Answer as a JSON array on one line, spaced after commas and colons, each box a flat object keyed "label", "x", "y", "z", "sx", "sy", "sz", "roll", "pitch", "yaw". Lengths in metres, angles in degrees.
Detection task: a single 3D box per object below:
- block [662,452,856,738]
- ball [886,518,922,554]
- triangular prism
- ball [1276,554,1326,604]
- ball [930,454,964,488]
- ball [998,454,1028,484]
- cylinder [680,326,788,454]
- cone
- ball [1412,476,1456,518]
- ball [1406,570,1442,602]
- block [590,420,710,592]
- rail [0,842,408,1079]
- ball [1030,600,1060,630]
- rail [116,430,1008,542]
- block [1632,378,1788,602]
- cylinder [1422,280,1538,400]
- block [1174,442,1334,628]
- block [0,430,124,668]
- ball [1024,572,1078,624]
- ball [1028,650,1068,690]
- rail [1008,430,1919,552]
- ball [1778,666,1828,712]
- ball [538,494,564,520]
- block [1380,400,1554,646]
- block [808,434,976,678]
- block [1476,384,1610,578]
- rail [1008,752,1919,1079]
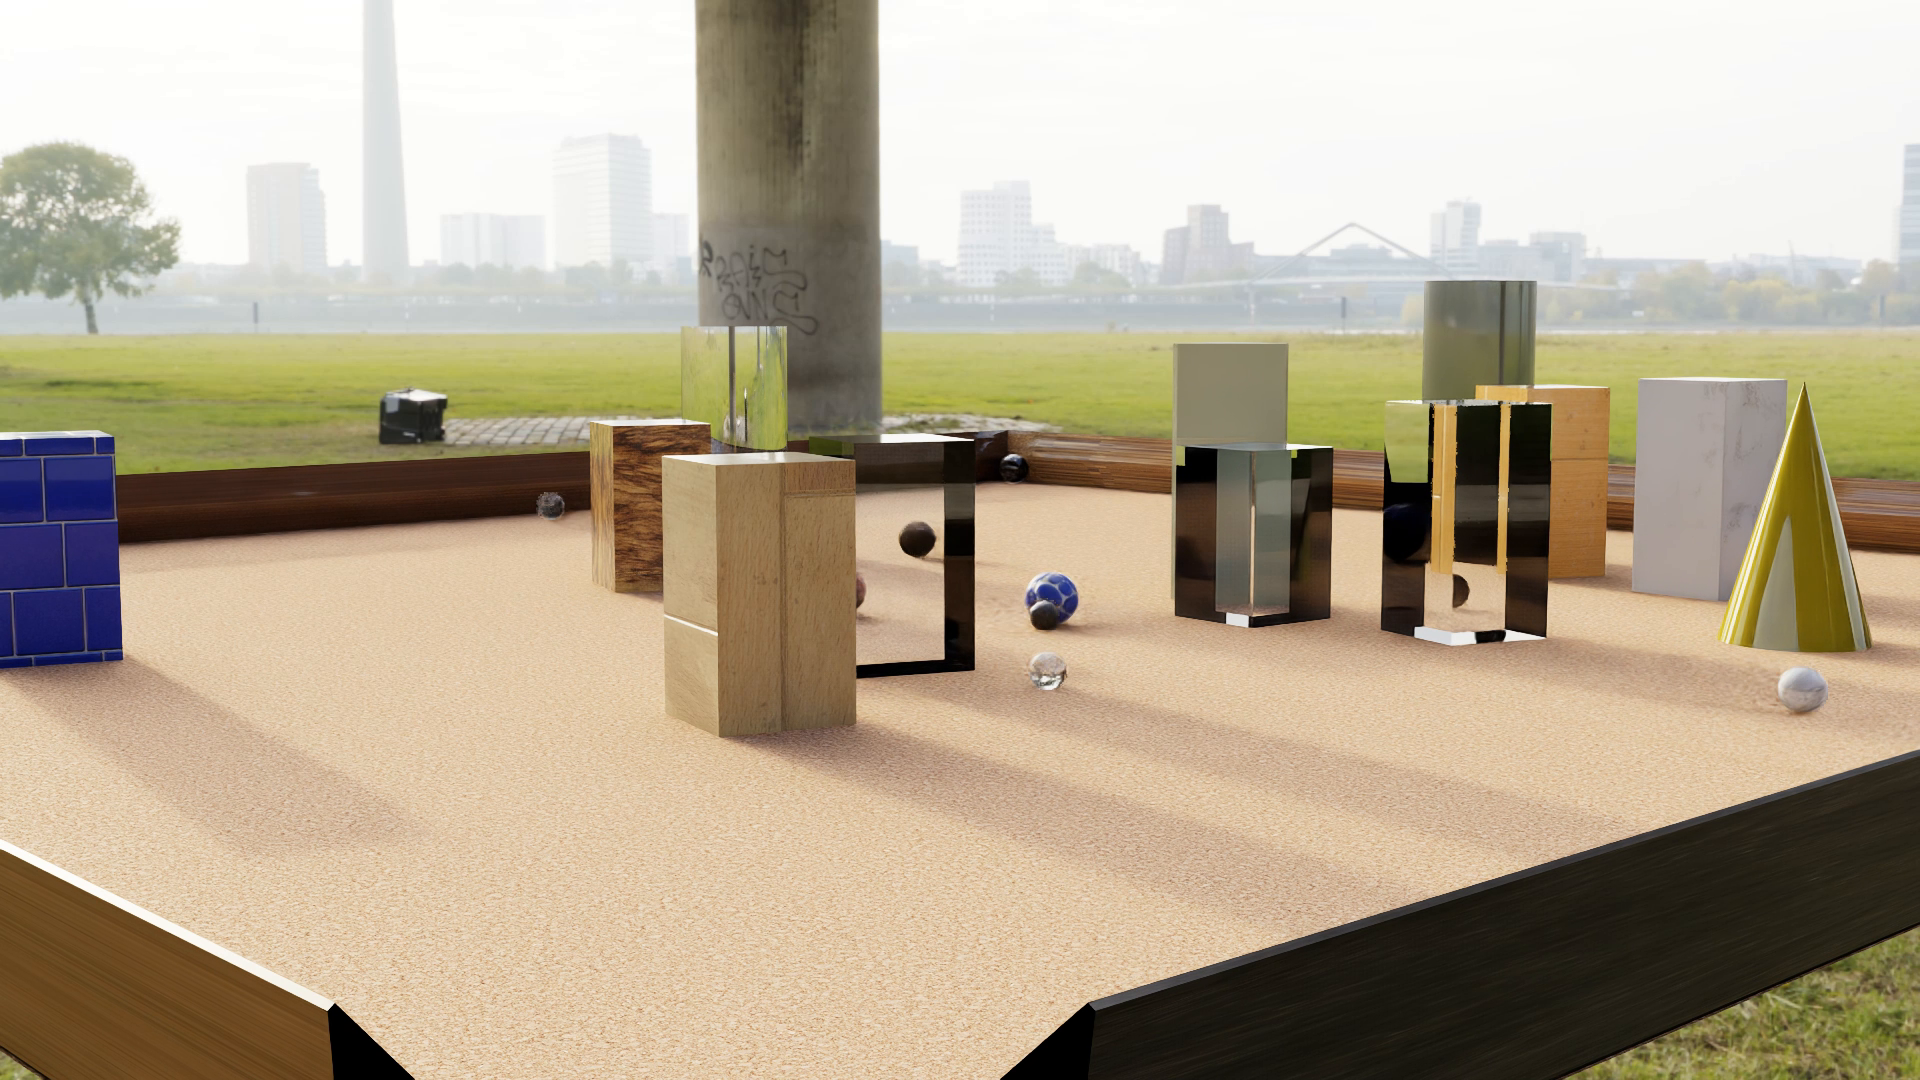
[{"label": "block", "x": -0.220, "y": 0.054, "z": 2.397, "sx": 0.160, "sy": 0.286, "sz": 0.160, "roll": -3, "pitch": 7, "yaw": -28}, {"label": "ball", "x": -0.103, "y": -0.008, "z": 4.045, "sx": 0.068, "sy": 0.068, "sz": 0.068, "roll": 0, "pitch": 6, "yaw": 0}, {"label": "triangular prism", "x": 0.417, "y": -0.112, "z": 3.461, "sx": 0.173, "sy": 0.395, "sz": 0.150, "roll": 0, "pitch": 6, "yaw": 1}, {"label": "ball", "x": 0.521, "y": 0.059, "z": 3.359, "sx": 0.076, "sy": 0.076, "sz": 0.076, "roll": 0, "pitch": 6, "yaw": 0}, {"label": "ball", "x": -0.034, "y": -0.173, "z": 5.540, "sx": 0.085, "sy": 0.085, "sz": 0.085, "roll": 0, "pitch": 6, "yaw": 0}, {"label": "ball", "x": 0.139, "y": -0.186, "z": 5.706, "sx": 0.076, "sy": 0.076, "sz": 0.076, "roll": 0, "pitch": 6, "yaw": 0}, {"label": "cylinder", "x": -0.425, "y": -0.195, "z": 4.158, "sx": 0.199, "sy": 0.416, "sz": 0.199, "roll": 0, "pitch": 6, "yaw": 0}, {"label": "cone", "x": 1.129, "y": -0.038, "z": 2.958, "sx": 0.199, "sy": 0.352, "sz": 0.199, "roll": 0, "pitch": 6, "yaw": 0}, {"label": "ball", "x": 1.020, "y": -0.093, "z": 4.738, "sx": 0.092, "sy": 0.092, "sz": 0.092, "roll": 0, "pitch": 6, "yaw": 0}, {"label": "ball", "x": 0.710, "y": 0.070, "z": 3.366, "sx": 0.052, "sy": 0.052, "sz": 0.052, "roll": 0, "pitch": 6, "yaw": 0}, {"label": "block", "x": -0.504, "y": -0.059, "z": 3.580, "sx": 0.160, "sy": 0.265, "sz": 0.160, "roll": -2, "pitch": 6, "yaw": -22}, {"label": "rail", "x": -1.303, "y": 0.158, "z": 2.136, "sx": 0.045, "sy": 0.130, "sz": 3.520, "roll": -5, "pitch": 8, "yaw": -42}, {"label": "ball", "x": 0.118, "y": 0.106, "z": 3.071, "sx": 0.042, "sy": 0.042, "sz": 0.042, "roll": 0, "pitch": 6, "yaw": 0}, {"label": "rail", "x": -1.177, "y": -0.098, "z": 4.601, "sx": 3.594, "sy": 0.130, "sz": 0.045, "roll": -5, "pitch": 8, "yaw": -42}, {"label": "block", "x": 1.183, "y": -0.085, "z": 3.475, "sx": 0.160, "sy": 0.338, "sz": 0.160, "roll": -4, "pitch": 7, "yaw": -36}, {"label": "cylinder", "x": 0.942, "y": -0.221, "z": 4.004, "sx": 0.199, "sy": 0.498, "sz": 0.199, "roll": 0, "pitch": 6, "yaw": 0}, {"label": "block", "x": 0.427, "y": -0.012, "z": 3.197, "sx": 0.160, "sy": 0.250, "sz": 0.160, "roll": -5, "pitch": 8, "yaw": -38}, {"label": "block", "x": -1.179, "y": 0.008, "z": 2.833, "sx": 0.160, "sy": 0.286, "sz": 0.160, "roll": -3, "pitch": 7, "yaw": -28}, {"label": "ball", "x": 0.130, "y": 0.083, "z": 3.125, "sx": 0.077, "sy": 0.077, "sz": 0.077, "roll": 0, "pitch": 6, "yaw": 0}, {"label": "ball", "x": 0.104, "y": 0.154, "z": 2.594, "sx": 0.046, "sy": 0.046, "sz": 0.046, "roll": 0, "pitch": 6, "yaw": 0}, {"label": "rail", "x": 1.303, "y": -0.091, "z": 4.528, "sx": 0.045, "sy": 0.130, "sz": 3.520, "roll": -5, "pitch": 8, "yaw": -42}, {"label": "ball", "x": 0.936, "y": 0.166, "z": 2.445, "sx": 0.052, "sy": 0.052, "sz": 0.052, "roll": 0, "pitch": 6, "yaw": 0}, {"label": "ball", "x": -0.873, "y": -0.071, "z": 4.696, "sx": 0.056, "sy": 0.056, "sz": 0.056, "roll": 0, "pitch": 6, "yaw": 0}, {"label": "block", "x": 0.695, "y": -0.029, "z": 3.026, "sx": 0.160, "sy": 0.320, "sz": 0.160, "roll": -3, "pitch": 7, "yaw": -24}, {"label": "block", "x": -0.086, "y": 0.015, "z": 2.761, "sx": 0.160, "sy": 0.286, "sz": 0.160, "roll": -3, "pitch": 6, "yaw": -23}, {"label": "block", "x": 0.987, "y": -0.103, "z": 3.745, "sx": 0.160, "sy": 0.317, "sz": 0.160, "roll": -2, "pitch": 6, "yaw": -18}, {"label": "rail", "x": 1.177, "y": 0.166, "z": 2.063, "sx": 3.594, "sy": 0.130, "sz": 0.045, "roll": -5, "pitch": 8, "yaw": -42}]
